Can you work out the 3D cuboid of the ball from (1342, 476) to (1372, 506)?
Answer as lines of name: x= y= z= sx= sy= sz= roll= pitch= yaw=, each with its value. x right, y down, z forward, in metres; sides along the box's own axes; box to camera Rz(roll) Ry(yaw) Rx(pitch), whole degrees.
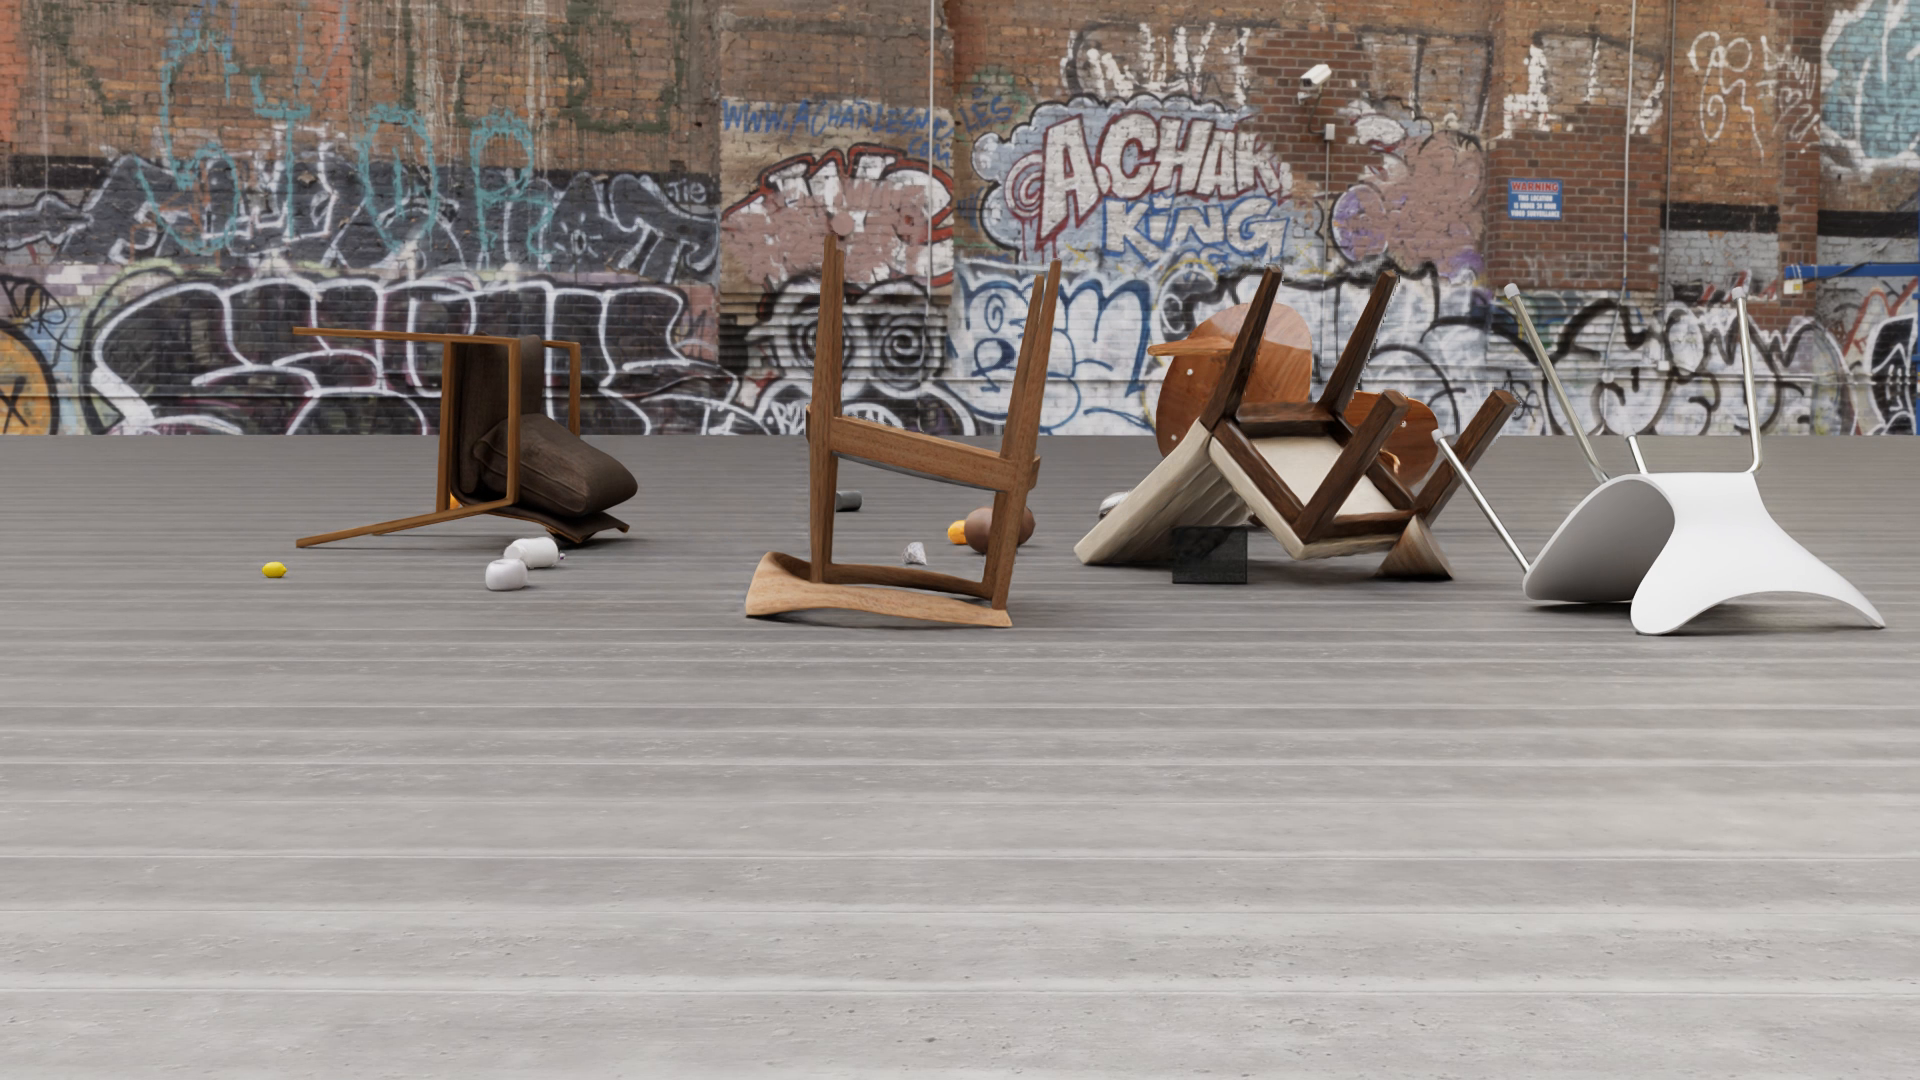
ball: x=1.522 y=-0.190 z=8.436 sx=0.119 sy=0.119 sz=0.119 roll=0 pitch=4 yaw=0

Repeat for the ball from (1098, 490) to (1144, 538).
ball: x=0.486 y=-0.077 z=6.634 sx=0.142 sy=0.142 sz=0.142 roll=0 pitch=4 yaw=0

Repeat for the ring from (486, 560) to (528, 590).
ring: x=-1.023 y=0.079 z=4.961 sx=0.087 sy=0.061 sz=0.188 roll=2 pitch=5 yaw=0

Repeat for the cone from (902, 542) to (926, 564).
cone: x=-0.103 y=0.048 z=5.634 sx=0.070 sy=0.065 sz=0.061 roll=-4 pitch=34 yaw=-44

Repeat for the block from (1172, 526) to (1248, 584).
block: x=0.579 y=0.035 z=5.108 sx=0.170 sy=0.127 sz=0.098 roll=0 pitch=4 yaw=4

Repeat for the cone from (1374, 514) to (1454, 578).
cone: x=1.054 y=0.051 z=5.222 sx=0.163 sy=0.161 sz=0.290 roll=-29 pitch=-23 yaw=15
